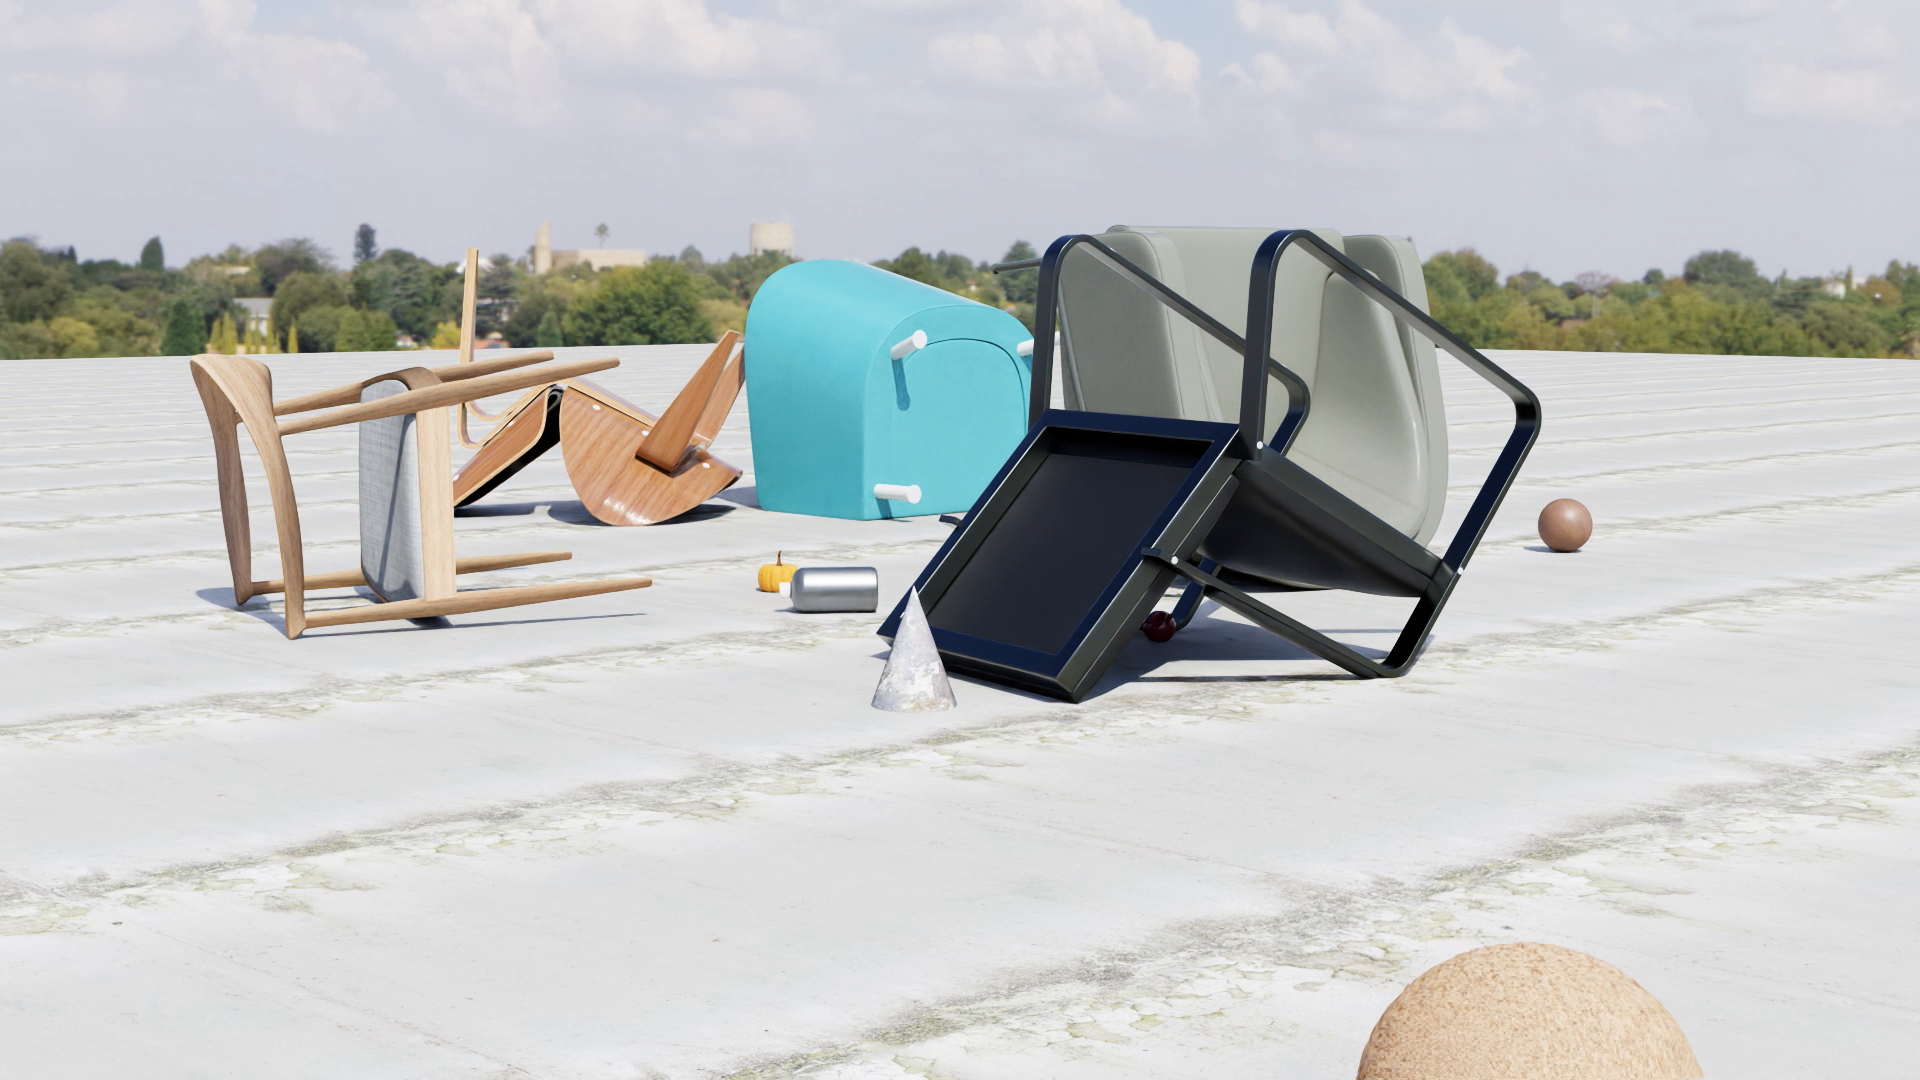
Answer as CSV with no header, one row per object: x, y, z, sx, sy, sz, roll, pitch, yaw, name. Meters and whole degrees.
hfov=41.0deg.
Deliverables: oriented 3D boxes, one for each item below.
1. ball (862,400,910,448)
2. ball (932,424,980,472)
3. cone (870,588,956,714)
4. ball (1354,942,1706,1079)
-0.282,-0.440,9.771,0.188,0.188,0.188,0,6,0,ball
-0.012,-0.309,8.630,0.160,0.160,0.160,0,6,0,ball
-0.071,0.161,3.943,0.133,0.185,0.157,0,6,-4,cone
0.368,0.375,1.661,0.228,0.228,0.228,0,6,0,ball
